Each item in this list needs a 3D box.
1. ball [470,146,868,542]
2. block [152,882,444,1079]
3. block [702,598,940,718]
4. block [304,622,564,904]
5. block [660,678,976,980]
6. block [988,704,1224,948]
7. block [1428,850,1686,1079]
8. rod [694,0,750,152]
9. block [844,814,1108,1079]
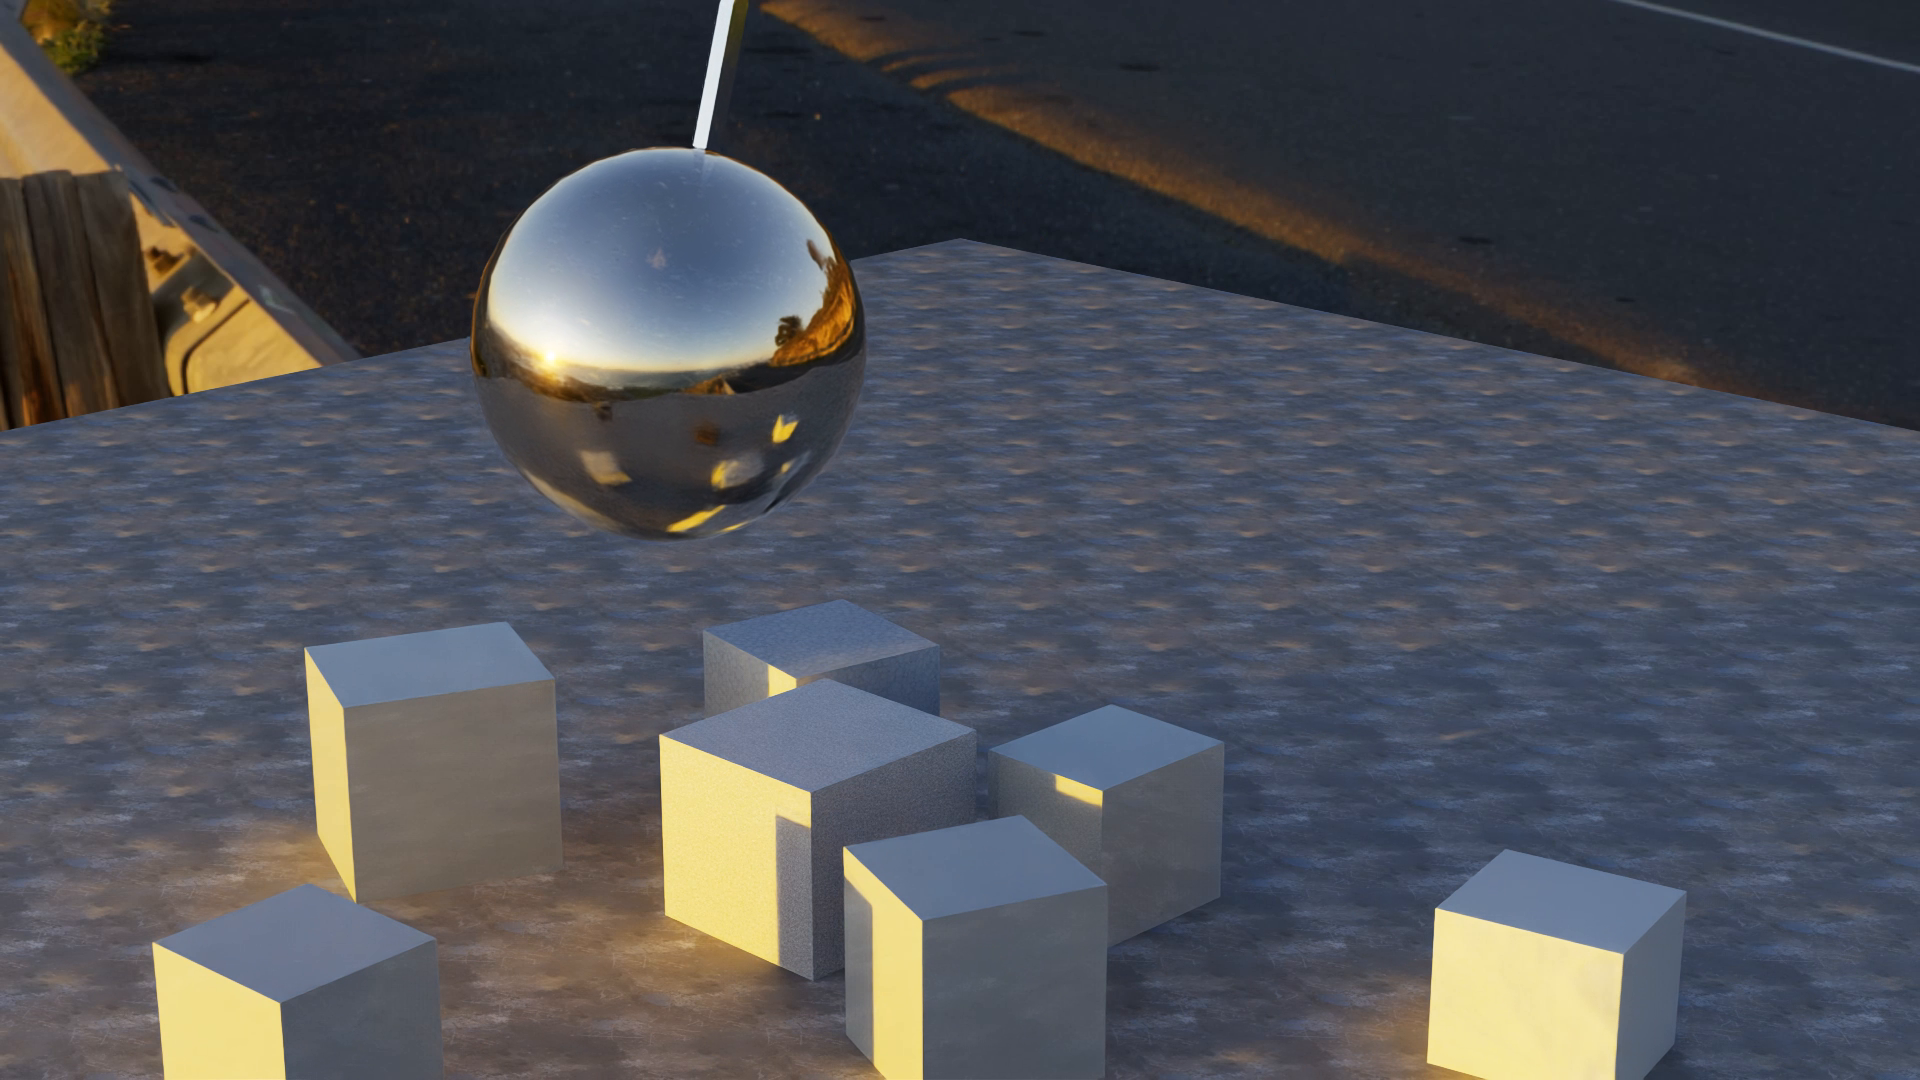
[{"bbox_3d":[-1.174,-0.789,11.863,1.600,1.600,1.600,0,17,0],"label":"ball"},{"bbox_3d":[-2.506,1.866,11.159,0.781,0.749,0.721,14,23,39],"label":"block"},{"bbox_3d":[-0.668,0.871,14.152,0.804,0.852,0.843,-12,21,-33],"label":"block"},{"bbox_3d":[-2.436,1.010,13.565,0.957,0.939,0.861,-7,19,-22],"label":"block"},{"bbox_3d":[-0.619,1.249,12.937,0.956,0.859,0.999,16,24,41],"label":"block"},{"bbox_3d":[0.649,1.266,13.067,0.806,0.748,0.677,-17,24,-42],"label":"block"},{"bbox_3d":[2.378,1.741,11.682,0.771,0.673,0.694,11,21,31],"label":"block"},{"bbox_3d":[-0.509,-4.106,11.518,0.080,5.200,0.080,17,8,42],"label":"rod"},{"bbox_3d":[0.054,1.673,11.634,0.787,0.831,0.768,-8,19,-23],"label":"block"}]
